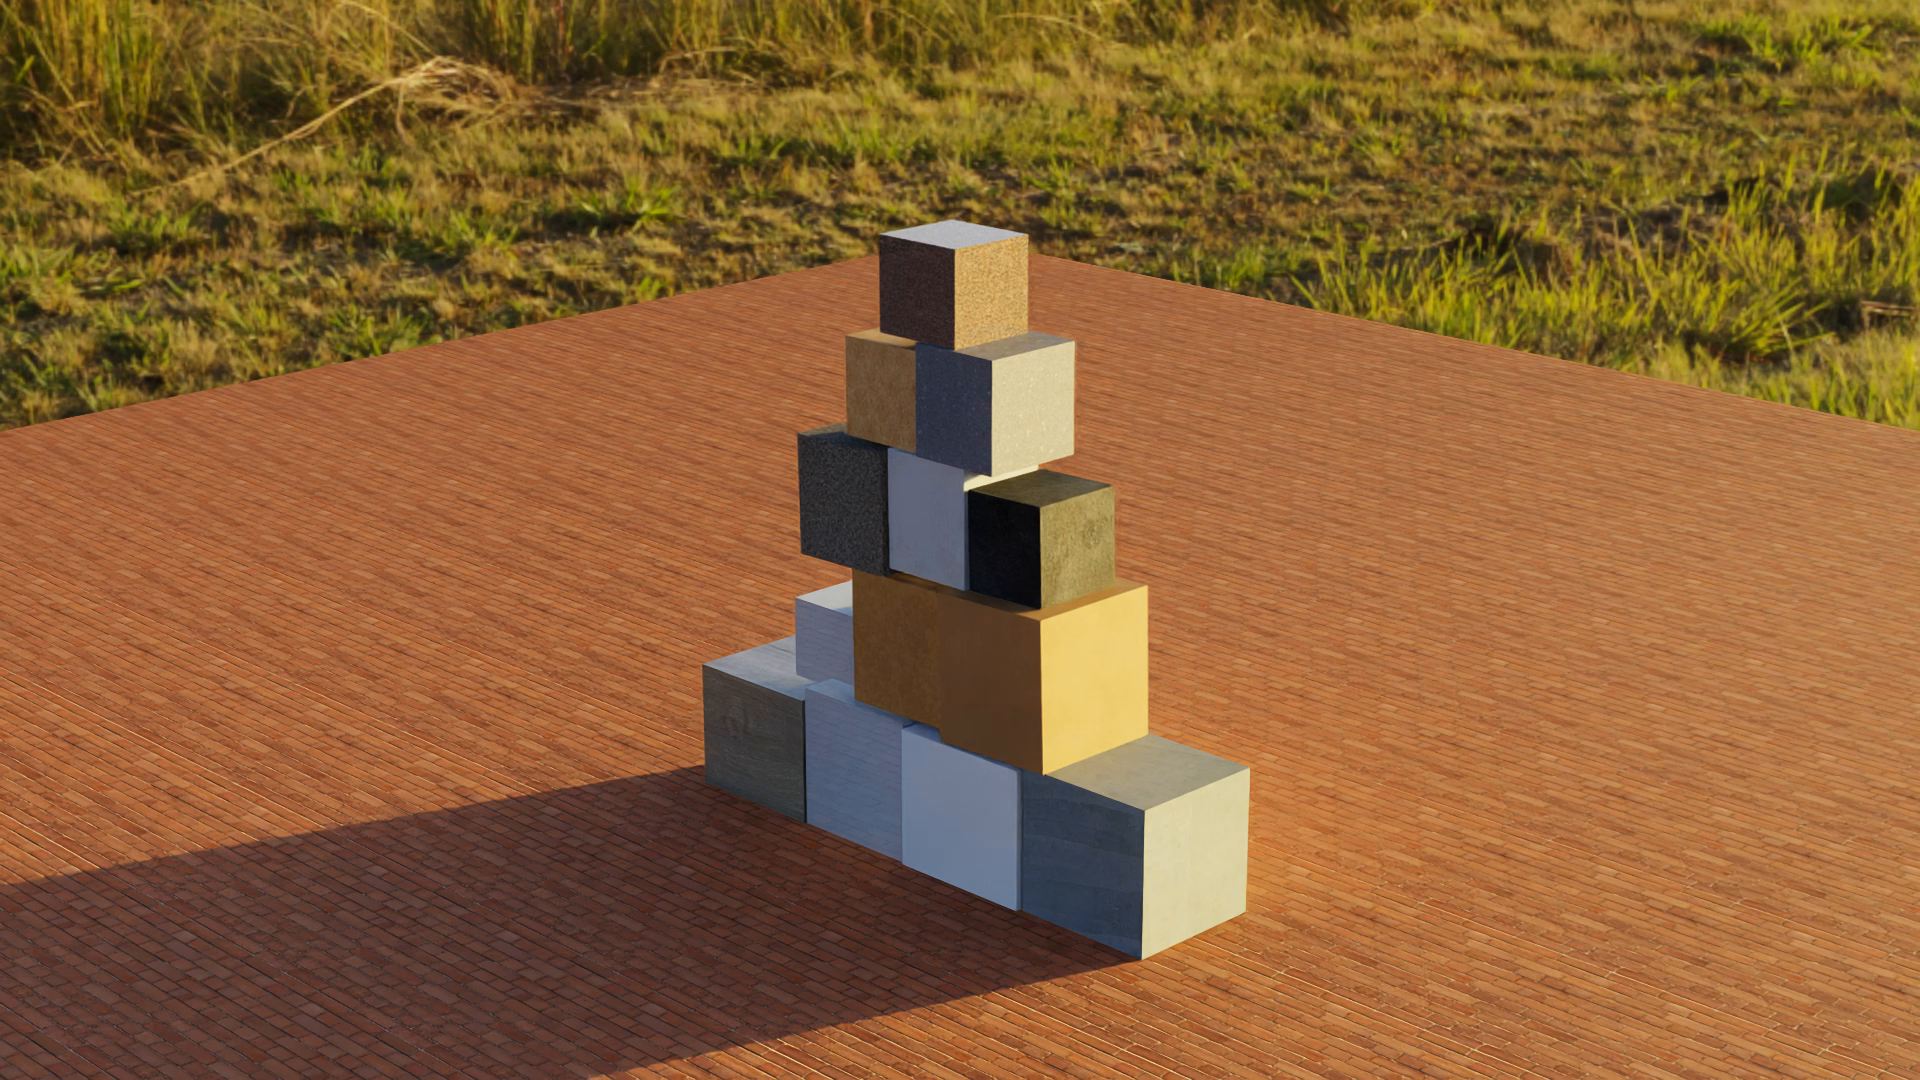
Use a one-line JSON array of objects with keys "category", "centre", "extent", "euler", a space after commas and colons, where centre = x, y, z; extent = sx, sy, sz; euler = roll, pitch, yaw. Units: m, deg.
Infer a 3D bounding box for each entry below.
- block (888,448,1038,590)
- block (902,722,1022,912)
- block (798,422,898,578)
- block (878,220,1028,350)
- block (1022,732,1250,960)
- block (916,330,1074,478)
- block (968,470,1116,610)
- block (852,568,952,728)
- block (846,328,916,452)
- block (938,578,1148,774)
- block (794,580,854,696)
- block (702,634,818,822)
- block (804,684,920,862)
[{"category": "block", "centre": [0.014, -0.142, 13.255], "extent": [0.474, 0.563, 0.484], "euler": [-17, 23, -42]}, {"category": "block", "centre": [0.240, 1.185, 13.459], "extent": [0.702, 0.669, 0.731], "euler": [-17, 24, -42]}, {"category": "block", "centre": [-0.343, -0.223, 13.635], "extent": [0.558, 0.581, 0.588], "euler": [15, 23, 43]}, {"category": "block", "centre": [-0.028, -1.136, 12.991], "extent": [0.457, 0.445, 0.475], "euler": [-17, 24, -42]}, {"category": "block", "centre": [0.774, 1.325, 12.974], "extent": [0.694, 0.692, 0.717], "euler": [-17, 24, -42]}, {"category": "block", "centre": [0.155, -0.625, 12.974], "extent": [0.519, 0.521, 0.473], "euler": [-17, 24, -42]}, {"category": "block", "centre": [0.362, -0.008, 12.965], "extent": [0.476, 0.463, 0.436], "euler": [-17, 22, -42]}, {"category": "block", "centre": [-0.067, 0.436, 13.564], "extent": [0.633, 0.646, 0.576], "euler": [16, 23, 43]}, {"category": "block", "centre": [-0.176, -0.704, 13.333], "extent": [0.478, 0.467, 0.489], "euler": [-17, 23, -42]}, {"category": "block", "centre": [0.375, 0.554, 13.120], "extent": [0.690, 0.704, 0.631], "euler": [-17, 22, -42]}, {"category": "block", "centre": [-0.464, 0.454, 13.950], "extent": [0.468, 0.390, 0.432], "euler": [-17, 24, -42]}, {"category": "block", "centre": [-0.762, 0.908, 14.416], "extent": [0.683, 0.623, 0.726], "euler": [-17, 24, -42]}, {"category": "block", "centre": [-0.253, 1.023, 13.940], "extent": [0.690, 0.690, 0.665], "euler": [-17, 24, -42]}]
